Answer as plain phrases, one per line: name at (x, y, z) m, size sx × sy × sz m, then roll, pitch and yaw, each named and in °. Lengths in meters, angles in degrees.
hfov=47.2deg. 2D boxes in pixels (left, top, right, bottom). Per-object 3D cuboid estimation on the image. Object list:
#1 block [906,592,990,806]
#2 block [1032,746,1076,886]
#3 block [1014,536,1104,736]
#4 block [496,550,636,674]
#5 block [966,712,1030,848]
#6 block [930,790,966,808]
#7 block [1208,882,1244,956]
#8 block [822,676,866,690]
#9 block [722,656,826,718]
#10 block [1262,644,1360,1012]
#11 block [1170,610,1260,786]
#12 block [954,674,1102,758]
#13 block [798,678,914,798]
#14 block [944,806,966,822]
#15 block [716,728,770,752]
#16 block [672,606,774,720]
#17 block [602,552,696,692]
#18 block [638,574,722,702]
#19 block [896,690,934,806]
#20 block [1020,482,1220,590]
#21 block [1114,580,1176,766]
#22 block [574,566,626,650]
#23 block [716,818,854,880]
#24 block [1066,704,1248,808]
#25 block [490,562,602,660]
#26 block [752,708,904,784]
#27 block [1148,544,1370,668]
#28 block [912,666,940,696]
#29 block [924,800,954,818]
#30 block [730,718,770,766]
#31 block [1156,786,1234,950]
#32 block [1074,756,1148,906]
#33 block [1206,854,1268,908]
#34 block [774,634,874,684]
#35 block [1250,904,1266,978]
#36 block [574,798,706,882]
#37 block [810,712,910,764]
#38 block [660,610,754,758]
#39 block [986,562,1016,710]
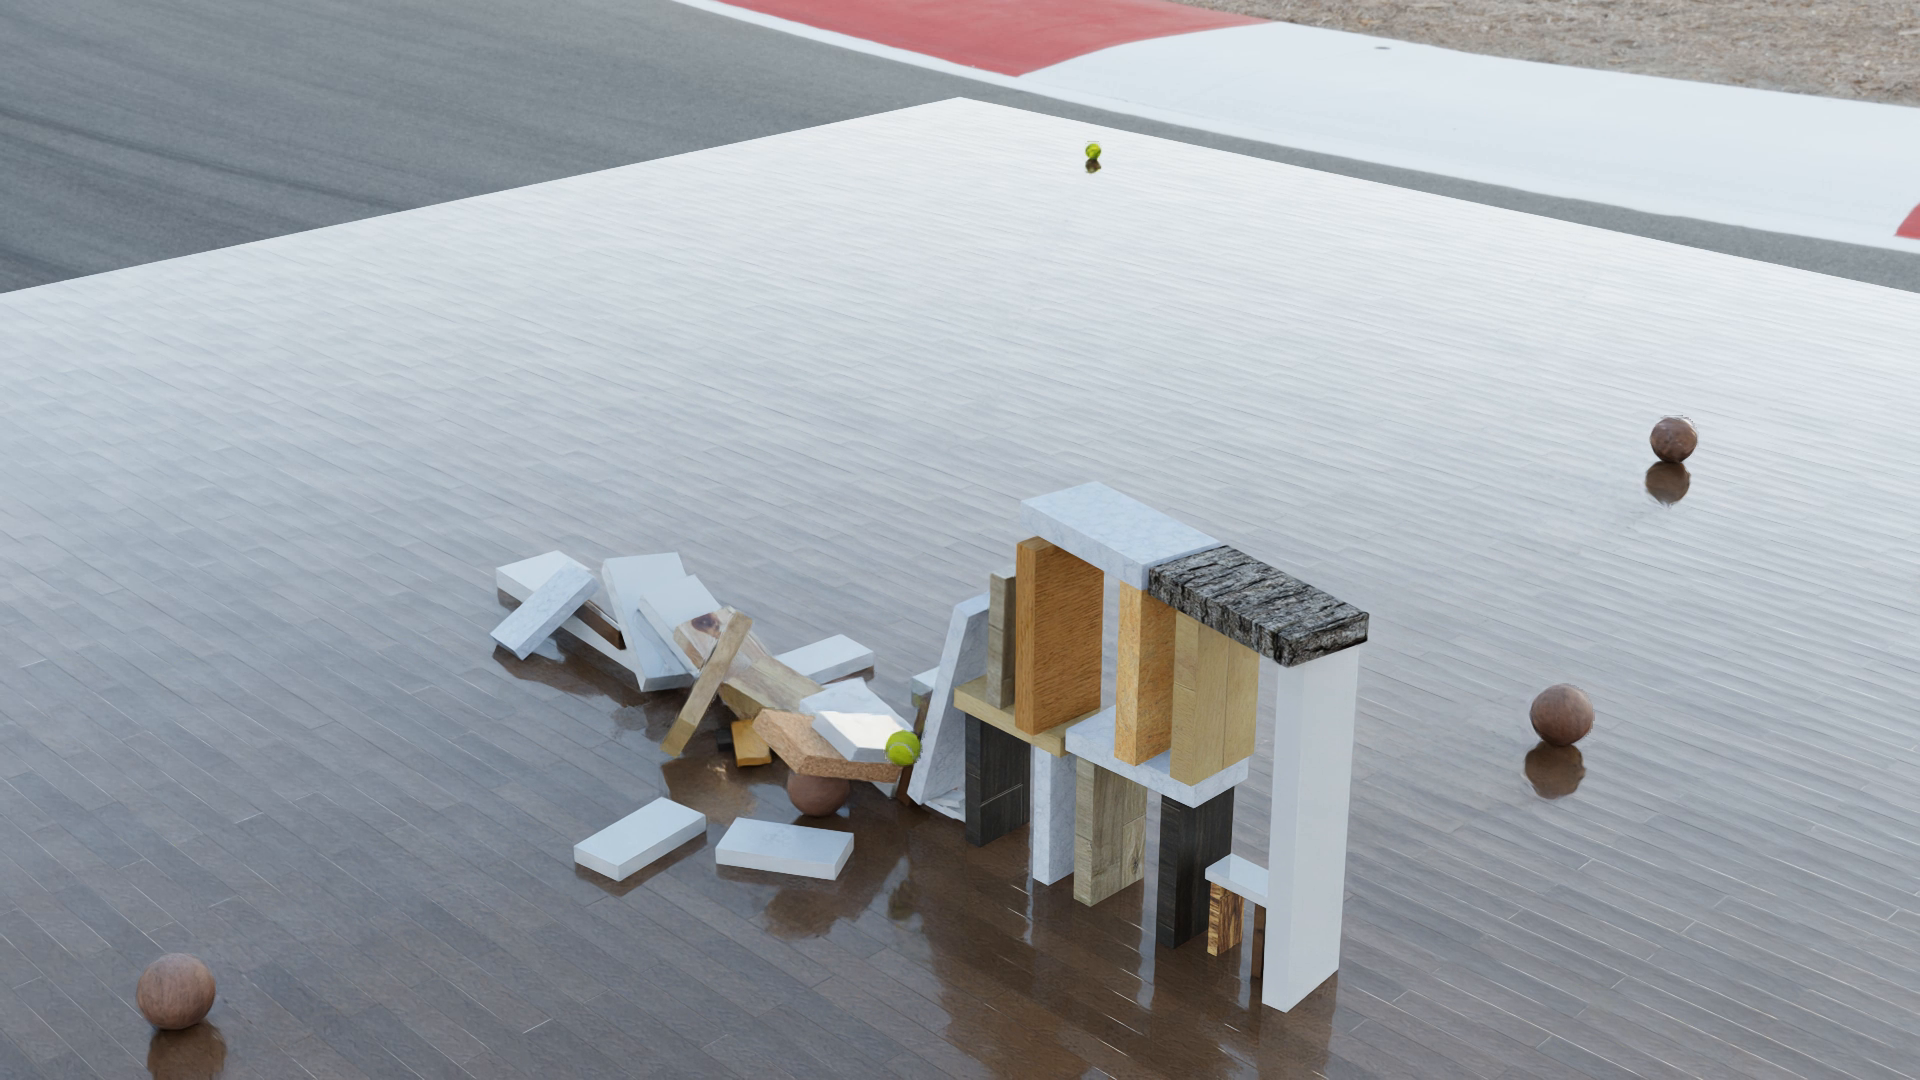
block at (0.004, 0.309, 4.333) m, size 0.137 × 0.493 × 0.039 m, roll -21°, pitch 48°, yaw -39°
block at (0.206, 0.504, 4.207) m, size 0.143 × 0.286 × 0.041 m, roll -21°, pitch 31°, yaw -40°
block at (0.184, 0.162, 4.066) m, size 0.175 × 0.373 × 0.050 m, roll -19°, pitch 29°, yaw -38°
block at (-0.862, 0.175, 5.285) m, size 0.176 × 0.050 × 0.698 m, roll -18°, pitch 29°, yaw -37°
block at (0.075, 0.449, 4.336) m, size 0.041 × 0.286 × 0.143 m, roll 21°, pitch 31°, yaw 41°
block at (-0.013, 0.522, 4.444) m, size 0.047 × 0.013 × 0.095 m, roll -20°, pitch 13°, yaw -37°
block at (0.484, 0.673, 3.985) m, size 0.021 × 0.149 × 0.074 m, roll 21°, pitch 31°, yaw 41°
block at (-0.269, 0.351, 4.855) m, size 0.140 × 0.020 × 0.070 m, roll -11°, pitch 66°, yaw -26°
block at (-0.342, 0.366, 4.739) m, size 0.308 × 0.044 × 0.154 m, roll 29°, pitch 34°, yaw 22°
block at (0.600, 0.468, 3.765) m, size 0.049 × 0.698 × 0.175 m, roll 17°, pitch 28°, yaw 37°
block at (0.450, 0.241, 3.855) m, size 0.175 × 0.349 × 0.049 m, roll -21°, pitch 31°, yaw -40°
block at (0.139, 0.326, 4.208) m, size 0.143 × 0.041 × 0.286 m, roll -20°, pitch 30°, yaw -39°
block at (-0.184, 0.415, 4.631) m, size 0.154 × 0.044 × 0.308 m, roll -19°, pitch 44°, yaw -39°
block at (0.017, 0.548, 4.418) m, size 0.095 × 0.013 × 0.047 m, roll 21°, pitch 31°, yaw 40°
block at (-0.452, 0.425, 4.733) m, size 0.140 × 0.020 × 0.070 m, roll -4°, pitch 23°, yaw -10°
block at (-0.489, 0.282, 4.882) m, size 0.151 × 0.043 × 0.302 m, roll -20°, pitch 55°, yaw -38°
block at (-0.687, 0.184, 5.036) m, size 0.176 × 0.050 × 0.353 m, roll -5°, pitch 51°, yaw -26°
block at (-0.581, 0.219, 4.978) m, size 0.151 × 0.043 × 0.302 m, roll -22°, pitch 61°, yaw -39°
block at (-0.041, 0.406, 4.454) m, size 0.137 × 0.275 × 0.039 m, roll -21°, pitch 48°, yaw -40°
block at (0.282, -0.011, 3.933) m, size 0.175 × 0.050 × 0.351 m, roll -15°, pitch 27°, yaw -32°
block at (0.357, 0.211, 3.921) m, size 0.175 × 0.351 × 0.050 m, roll -21°, pitch 31°, yaw -40°
block at (-0.808, 0.154, 5.205) m, size 0.176 × 0.050 × 0.353 m, roll -15°, pitch 27°, yaw -32°
block at (-0.342, 0.602, 4.297) m, size 0.243 × 0.034 × 0.121 m, roll 6°, pitch 24°, yaw 14°
block at (0.357, 0.389, 4.007) m, size 0.305 × 0.043 × 0.153 m, roll 21°, pitch 31°, yaw 40°
block at (-0.973, 0.165, 5.166) m, size 0.255 × 0.035 × 0.124 m, roll -45°, pitch 39°, yaw -18°
block at (-0.261, 0.414, 4.399) m, size 0.154 × 0.044 × 0.308 m, roll 41°, pitch 16°, yaw 35°
block at (0.493, 0.106, 3.661) m, size 0.175 × 0.049 × 0.349 m, roll -15°, pitch 27°, yaw -32°
block at (0.026, 0.311, 4.984) m, size 0.248 × 0.035 × 0.124 m, roll -19°, pitch 29°, yaw -37°
block at (-0.029, 0.537, 4.478) m, size 0.047 × 0.013 × 0.094 m, roll -21°, pitch 31°, yaw -40°
block at (-0.446, 0.430, 4.677) m, size 0.070 × 0.020 × 0.140 m, roll -4°, pitch 30°, yaw -10°
block at (0.428, 0.578, 4.007) m, size 0.153 × 0.305 × 0.043 m, roll -21°, pitch 31°, yaw -40°
block at (0.285, 0.523, 4.139) m, size 0.153 × 0.305 × 0.043 m, roll -21°, pitch 31°, yaw -40°
block at (0.519, 0.608, 3.920) m, size 0.148 × 0.021 × 0.074 m, roll 21°, pitch 31°, yaw 41°
block at (-0.334, 0.286, 5.042) m, size 0.248 × 0.035 × 0.124 m, roll -18°, pitch 29°, yaw -36°
block at (0.554, 0.700, 3.921) m, size 0.021 × 0.148 × 0.074 m, roll 21°, pitch 31°, yaw 41°
block at (-0.629, 0.587, 4.333) m, size 0.121 × 0.034 × 0.243 m, roll 17°, pitch 28°, yaw 34°
block at (-0.183, 0.401, 4.450) m, size 0.122 × 0.034 × 0.243 m, roll 40°, pitch 15°, yaw 30°
block at (-0.542, 0.308, 4.702) m, size 0.043 × 0.151 × 0.302 m, roll 30°, pitch 51°, yaw -6°
block at (0.117, 0.172, 4.165) m, size 0.137 × 0.275 × 0.039 m, roll -20°, pitch 32°, yaw -39°
